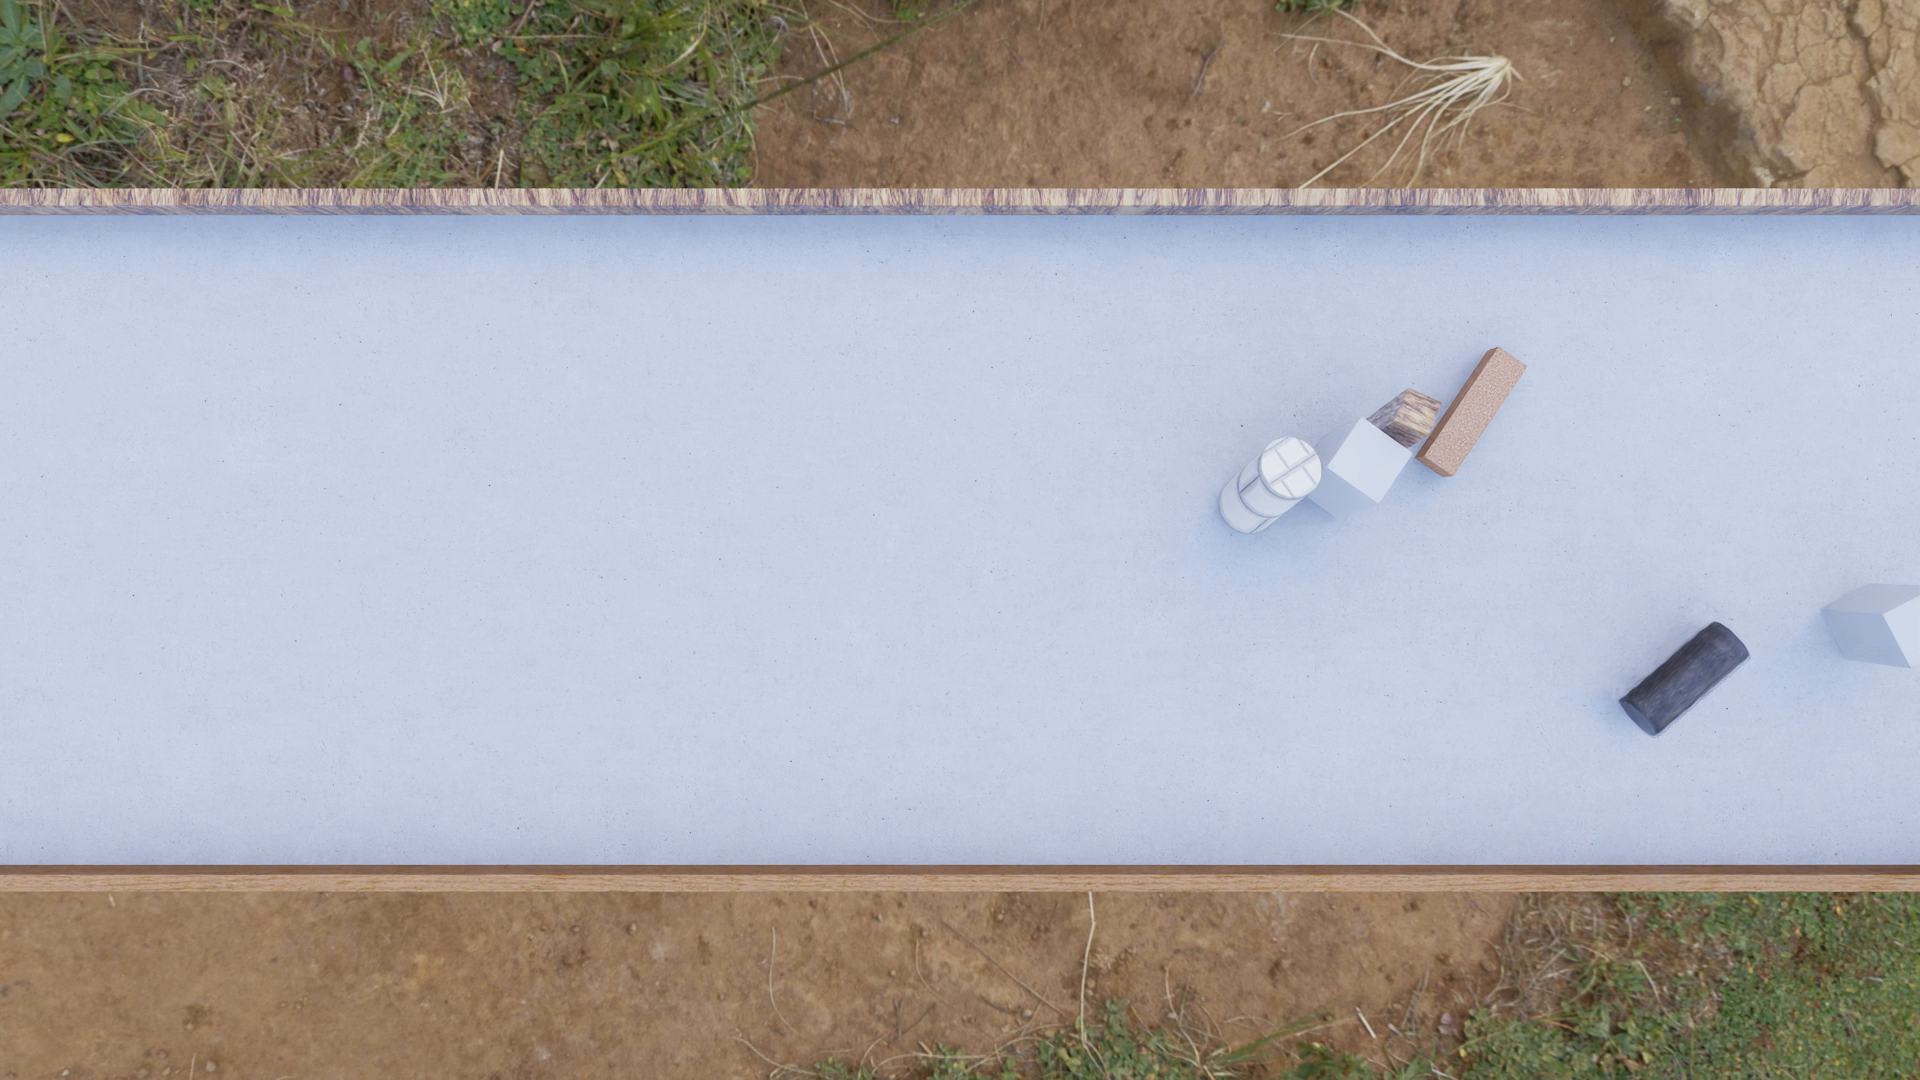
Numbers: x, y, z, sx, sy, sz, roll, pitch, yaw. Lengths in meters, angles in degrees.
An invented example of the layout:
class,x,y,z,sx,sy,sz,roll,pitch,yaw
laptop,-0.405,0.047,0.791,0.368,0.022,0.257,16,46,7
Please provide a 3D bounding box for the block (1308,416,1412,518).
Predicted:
class,x,y,z,sx,sy,sz,roll,pitch,yaw
block,1.151,-0.208,4.875,0.179,0.384,0.179,36,83,0

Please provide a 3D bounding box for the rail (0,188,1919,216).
class,x,y,z,sx,sy,sz,roll,pitch,yaw
rail,-2.247,-1.025,5.002,12.000,0.150,0.050,0,90,0

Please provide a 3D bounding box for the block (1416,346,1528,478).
class,x,y,z,sx,sy,sz,roll,pitch,yaw
block,1.555,-0.388,5.023,0.107,0.107,0.400,34,90,0

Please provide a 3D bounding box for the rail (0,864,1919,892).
class,x,y,z,sx,sy,sz,roll,pitch,yaw
rail,-2.247,1.025,5.001,12.000,0.150,0.050,0,90,0

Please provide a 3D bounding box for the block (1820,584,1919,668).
class,x,y,z,sx,sy,sz,roll,pitch,yaw
block,2.764,0.250,4.903,0.175,0.347,0.175,-28,90,0

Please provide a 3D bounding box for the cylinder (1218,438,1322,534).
class,x,y,z,sx,sy,sz,roll,pitch,yaw
cylinder,0.910,-0.156,4.869,0.179,0.377,0.179,3,74,-10

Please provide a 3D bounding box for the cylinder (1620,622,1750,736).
class,x,y,z,sx,sy,sz,roll,pitch,yaw
cylinder,2.196,0.421,5.004,0.367,0.145,0.145,-40,90,0

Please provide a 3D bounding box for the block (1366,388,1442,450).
class,x,y,z,sx,sy,sz,roll,pitch,yaw
block,1.272,-0.326,4.849,0.103,0.444,0.103,24,80,0
